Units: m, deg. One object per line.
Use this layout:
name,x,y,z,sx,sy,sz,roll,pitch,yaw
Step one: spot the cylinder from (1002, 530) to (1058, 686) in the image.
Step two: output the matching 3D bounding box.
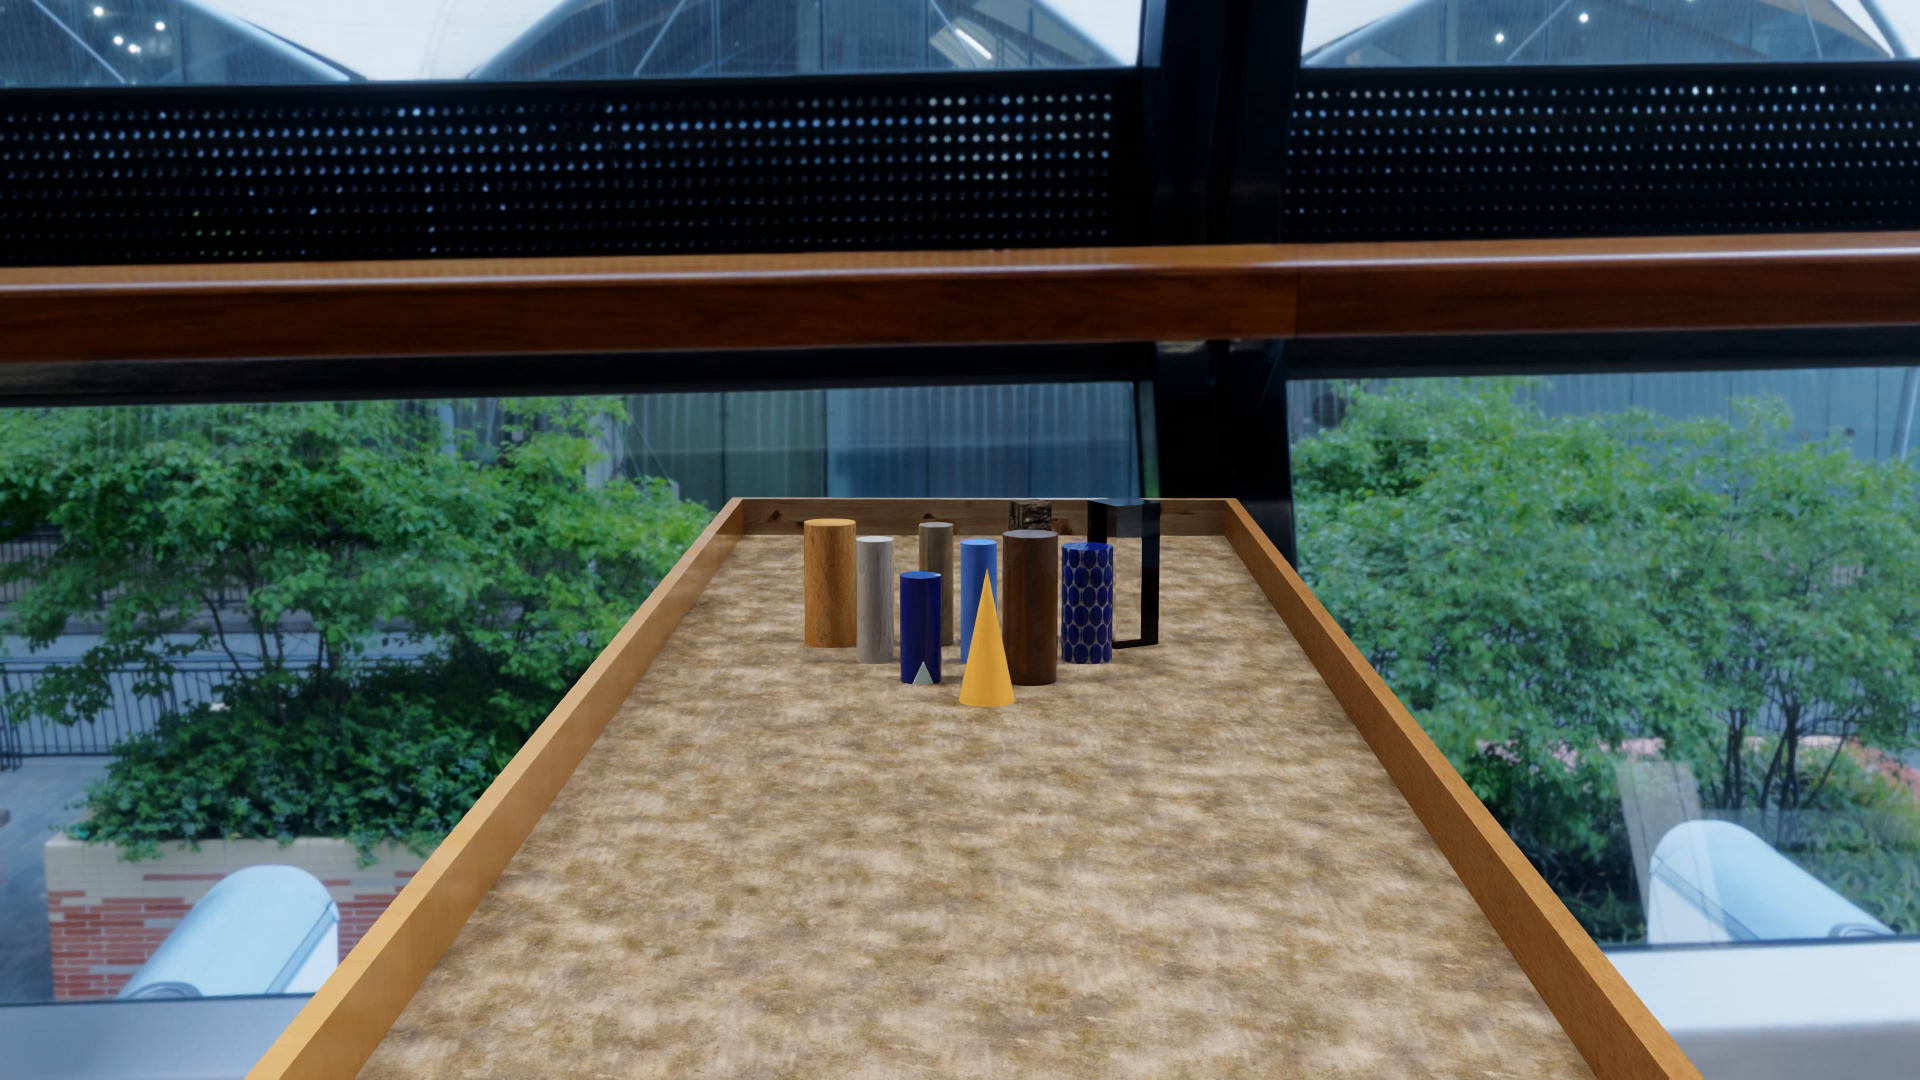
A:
cylinder,0.204,0.196,6.394,0.160,0.432,0.160,0,9,0

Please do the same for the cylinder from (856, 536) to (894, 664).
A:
cylinder,-0.257,0.182,6.671,0.114,0.374,0.114,0,9,0

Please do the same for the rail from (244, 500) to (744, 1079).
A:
rail,-1.004,0.839,3.234,0.050,0.150,12.000,0,9,1

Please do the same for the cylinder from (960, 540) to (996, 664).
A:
cylinder,0.057,0.187,6.654,0.109,0.367,0.109,0,9,0

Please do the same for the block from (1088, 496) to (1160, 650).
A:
block,0.514,0.101,6.930,0.164,0.451,0.164,-5,10,-30

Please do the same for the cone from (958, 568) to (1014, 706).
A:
cone,0.075,0.263,6.139,0.158,0.379,0.158,0,9,0

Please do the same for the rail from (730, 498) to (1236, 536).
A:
rail,0.099,-0.098,9.147,2.100,0.150,0.050,0,9,1

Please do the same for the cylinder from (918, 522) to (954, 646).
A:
cylinder,-0.075,0.139,6.918,0.109,0.379,0.109,0,9,0

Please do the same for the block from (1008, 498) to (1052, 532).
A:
block,0.221,0.100,6.955,0.100,0.446,0.100,-4,10,-24

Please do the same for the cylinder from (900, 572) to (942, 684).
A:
cylinder,-0.114,0.255,6.402,0.121,0.312,0.121,0,9,0

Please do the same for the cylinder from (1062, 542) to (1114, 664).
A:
cylinder,0.387,0.191,6.693,0.156,0.349,0.156,0,9,0

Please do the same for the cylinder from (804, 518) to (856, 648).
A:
cylinder,-0.408,0.134,6.932,0.163,0.385,0.163,0,9,0

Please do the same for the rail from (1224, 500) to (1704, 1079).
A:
rail,1.046,0.843,3.208,0.050,0.150,12.000,0,9,1
